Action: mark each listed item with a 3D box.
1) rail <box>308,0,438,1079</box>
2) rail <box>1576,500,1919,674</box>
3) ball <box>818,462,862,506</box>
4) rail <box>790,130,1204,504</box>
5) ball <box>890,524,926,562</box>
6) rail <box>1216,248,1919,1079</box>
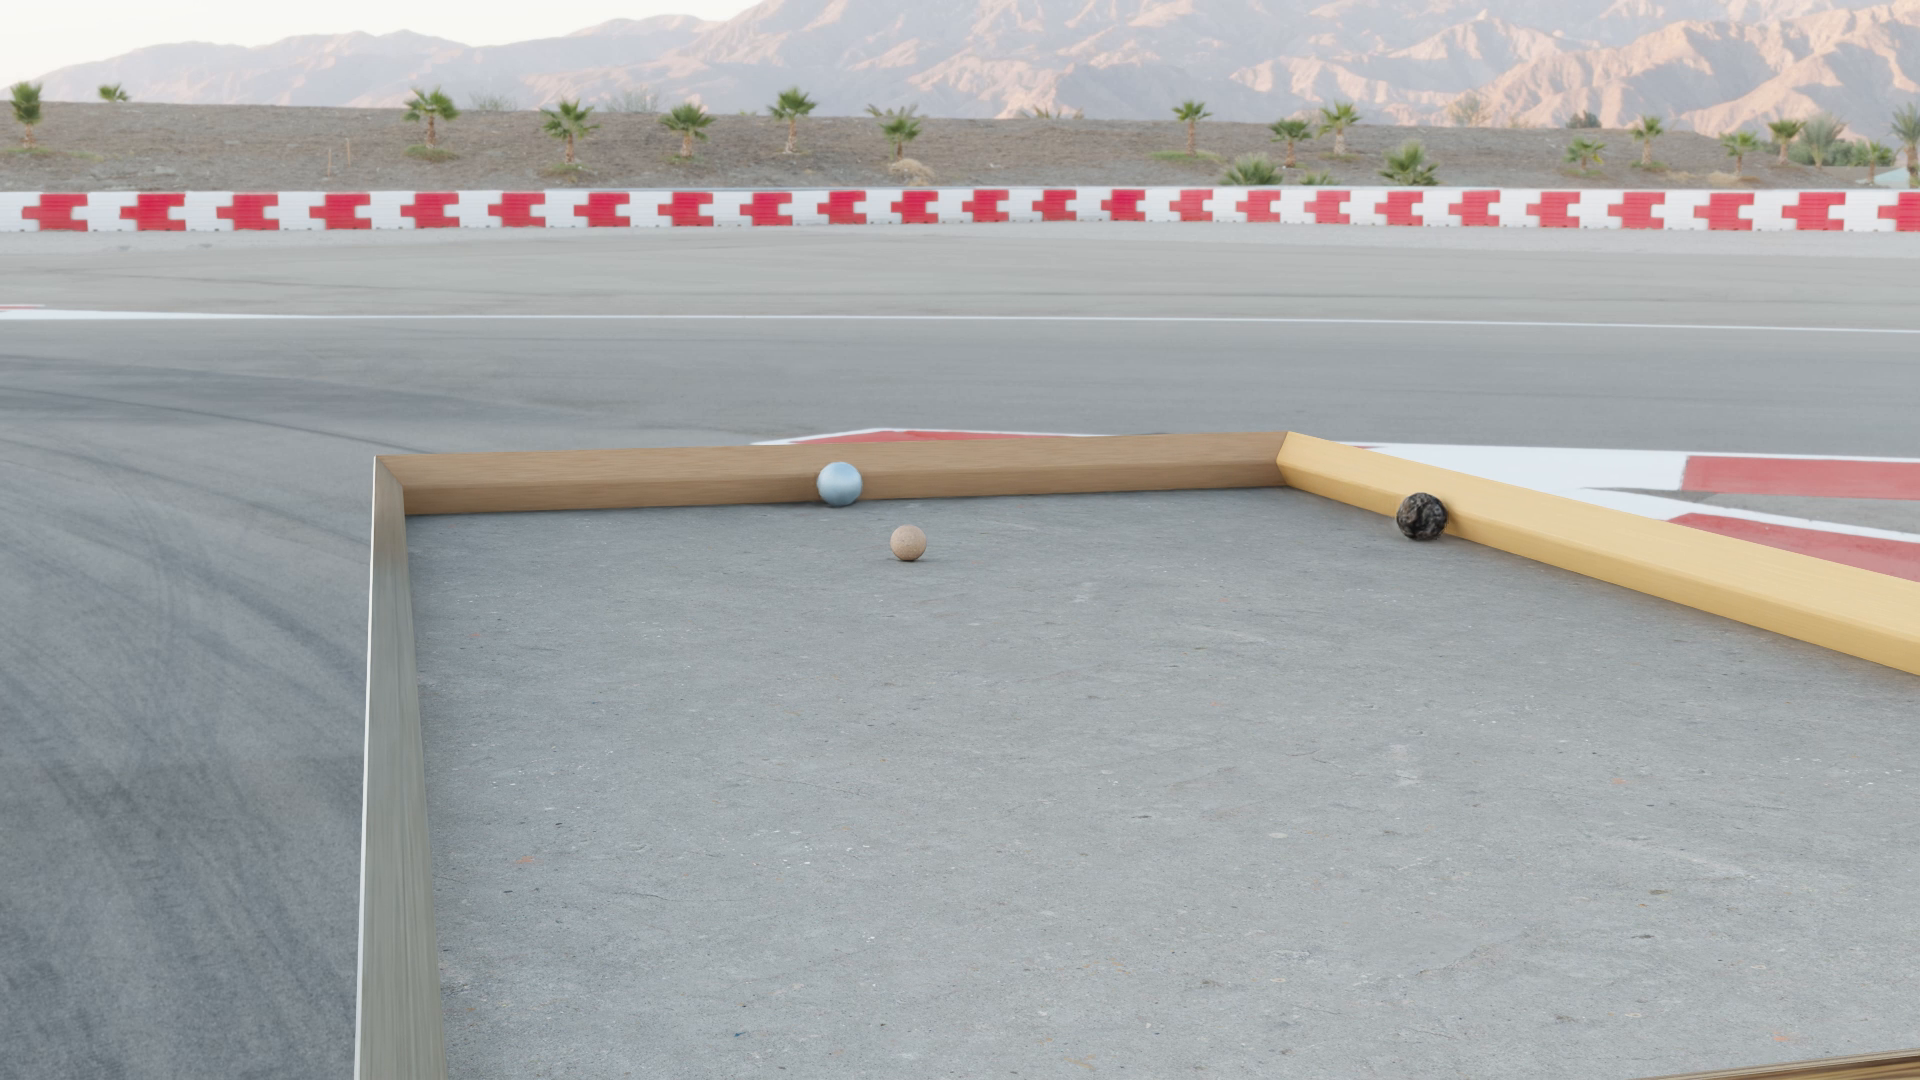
[{"bbox_3d":[-0.624,0.119,2.391,0.104,3.037,0.045,-2,9,-14],"label":"rail"},{"bbox_3d":[0.997,0.059,2.800,0.045,0.104,3.037,-2,9,-14],"label":"rail"},{"bbox_3d":[-0.217,-0.100,3.955,0.080,0.080,0.080,0,8,0],"label":"ball"},{"bbox_3d":[-0.189,-0.126,4.038,1.712,0.104,0.045,-45,16,-5],"label":"rail"},{"bbox_3d":[-0.078,0.004,3.337,0.056,0.056,0.056,0,8,0],"label":"ball"},{"bbox_3d":[0.571,0.305,1.147,1.712,0.104,0.045,43,-4,-16],"label":"rail"}]
